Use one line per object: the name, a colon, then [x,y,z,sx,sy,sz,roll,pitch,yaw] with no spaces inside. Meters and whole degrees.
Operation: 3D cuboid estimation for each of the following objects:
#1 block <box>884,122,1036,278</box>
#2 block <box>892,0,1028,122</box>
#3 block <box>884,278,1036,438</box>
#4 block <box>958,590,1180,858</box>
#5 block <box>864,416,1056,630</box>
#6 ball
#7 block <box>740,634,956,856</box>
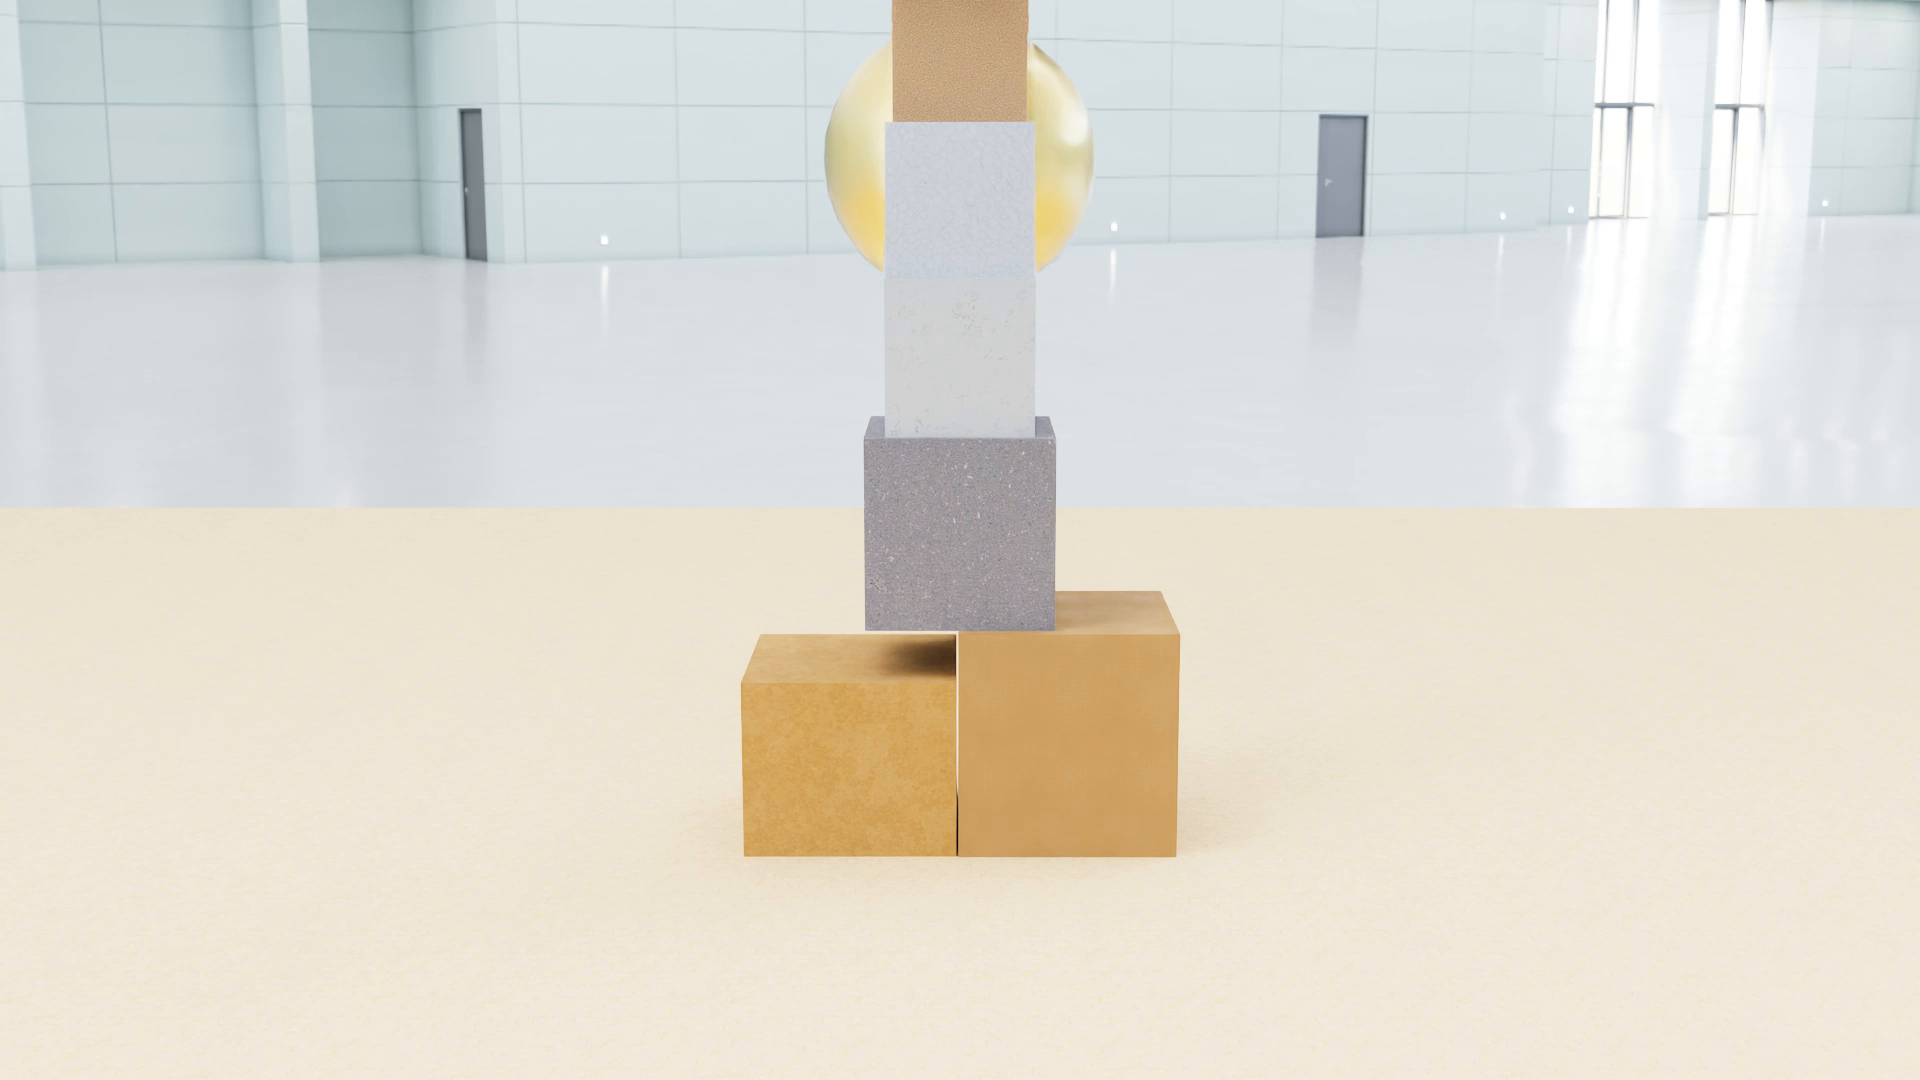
block: [0.000,-1.687,10.873,0.717,0.742,0.695,0,10,0]
block: [0.000,-2.390,10.764,0.646,0.680,0.631,0,10,0]
block: [0.000,-0.944,10.992,0.729,0.764,0.786,0,10,0]
block: [0.532,0.923,11.329,1.082,1.131,1.062,0,10,0]
block: [0.000,-0.101,11.147,0.933,0.949,0.900,0,10,0]
ball: [0.000,-2.221,12.885,1.600,1.600,1.600,0,10,0]
block: [-0.546,1.039,11.371,1.055,0.887,1.078,0,10,0]
